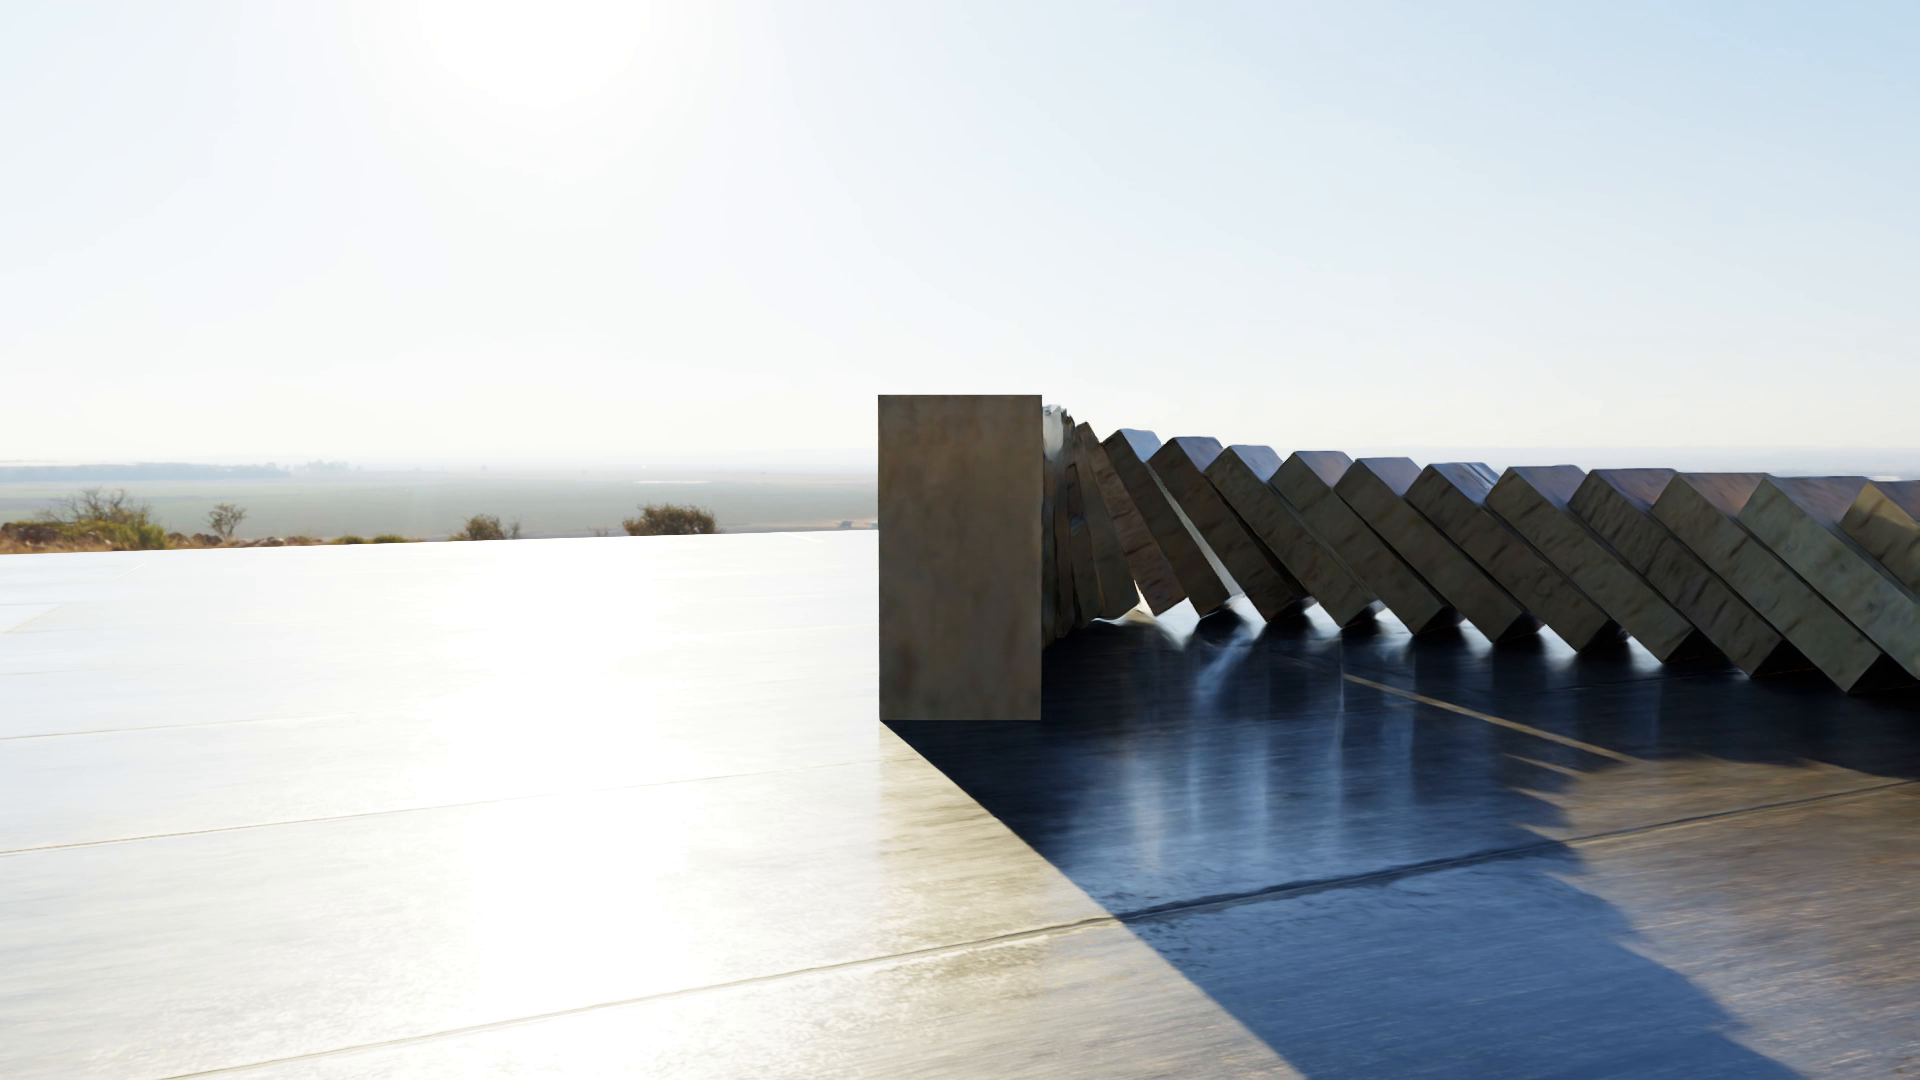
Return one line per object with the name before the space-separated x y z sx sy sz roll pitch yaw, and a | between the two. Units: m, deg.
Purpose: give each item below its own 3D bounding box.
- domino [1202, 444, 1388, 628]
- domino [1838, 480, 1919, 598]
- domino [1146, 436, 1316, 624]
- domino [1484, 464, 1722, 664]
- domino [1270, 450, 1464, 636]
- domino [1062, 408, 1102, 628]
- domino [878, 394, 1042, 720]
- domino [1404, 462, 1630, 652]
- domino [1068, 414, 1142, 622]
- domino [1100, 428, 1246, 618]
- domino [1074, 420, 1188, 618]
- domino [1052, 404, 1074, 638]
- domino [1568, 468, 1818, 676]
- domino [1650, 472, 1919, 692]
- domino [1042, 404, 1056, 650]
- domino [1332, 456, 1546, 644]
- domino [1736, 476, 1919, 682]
domino | 0.083 -0.002 0.312 0.025 0.050 0.009 -6 -37 -54
domino | 0.171 0.009 0.205 0.025 0.010 0.050 -1 39 -12
domino | 0.070 -0.004 0.320 0.009 0.050 0.025 -44 -21 29
domino | 0.137 0.004 0.268 0.025 0.010 0.050 -3 42 -33
domino | 0.098 -0.001 0.303 0.025 0.009 0.050 -4 49 -46
domino | 0.016 -0.005 0.297 0.025 0.050 0.010 3 25 35
domino | 0.000 0.002 0.201 0.025 0.050 0.009 0 4 0
domino | 0.124 0.002 0.280 0.025 0.010 0.050 -4 44 -41
domino | 0.024 -0.006 0.311 0.010 0.050 0.025 -32 19 -27
domino | 0.055 -0.005 0.327 0.010 0.050 0.025 -38 -14 25
domino | 0.037 -0.006 0.322 0.010 0.050 0.025 -31 6 -4
domino | 0.010 -0.004 0.283 0.025 0.050 0.009 2 18 22
domino | 0.148 0.005 0.254 0.025 0.010 0.050 -2 41 -26
domino | 0.157 0.006 0.239 0.025 0.009 0.050 -2 40 -21
domino | 0.006 -0.003 0.270 0.025 0.050 0.009 1 10 18
domino | 0.111 0.001 0.292 0.025 0.009 0.050 -4 46 -45
domino | 0.164 0.008 0.222 0.025 0.010 0.050 -1 39 -17
